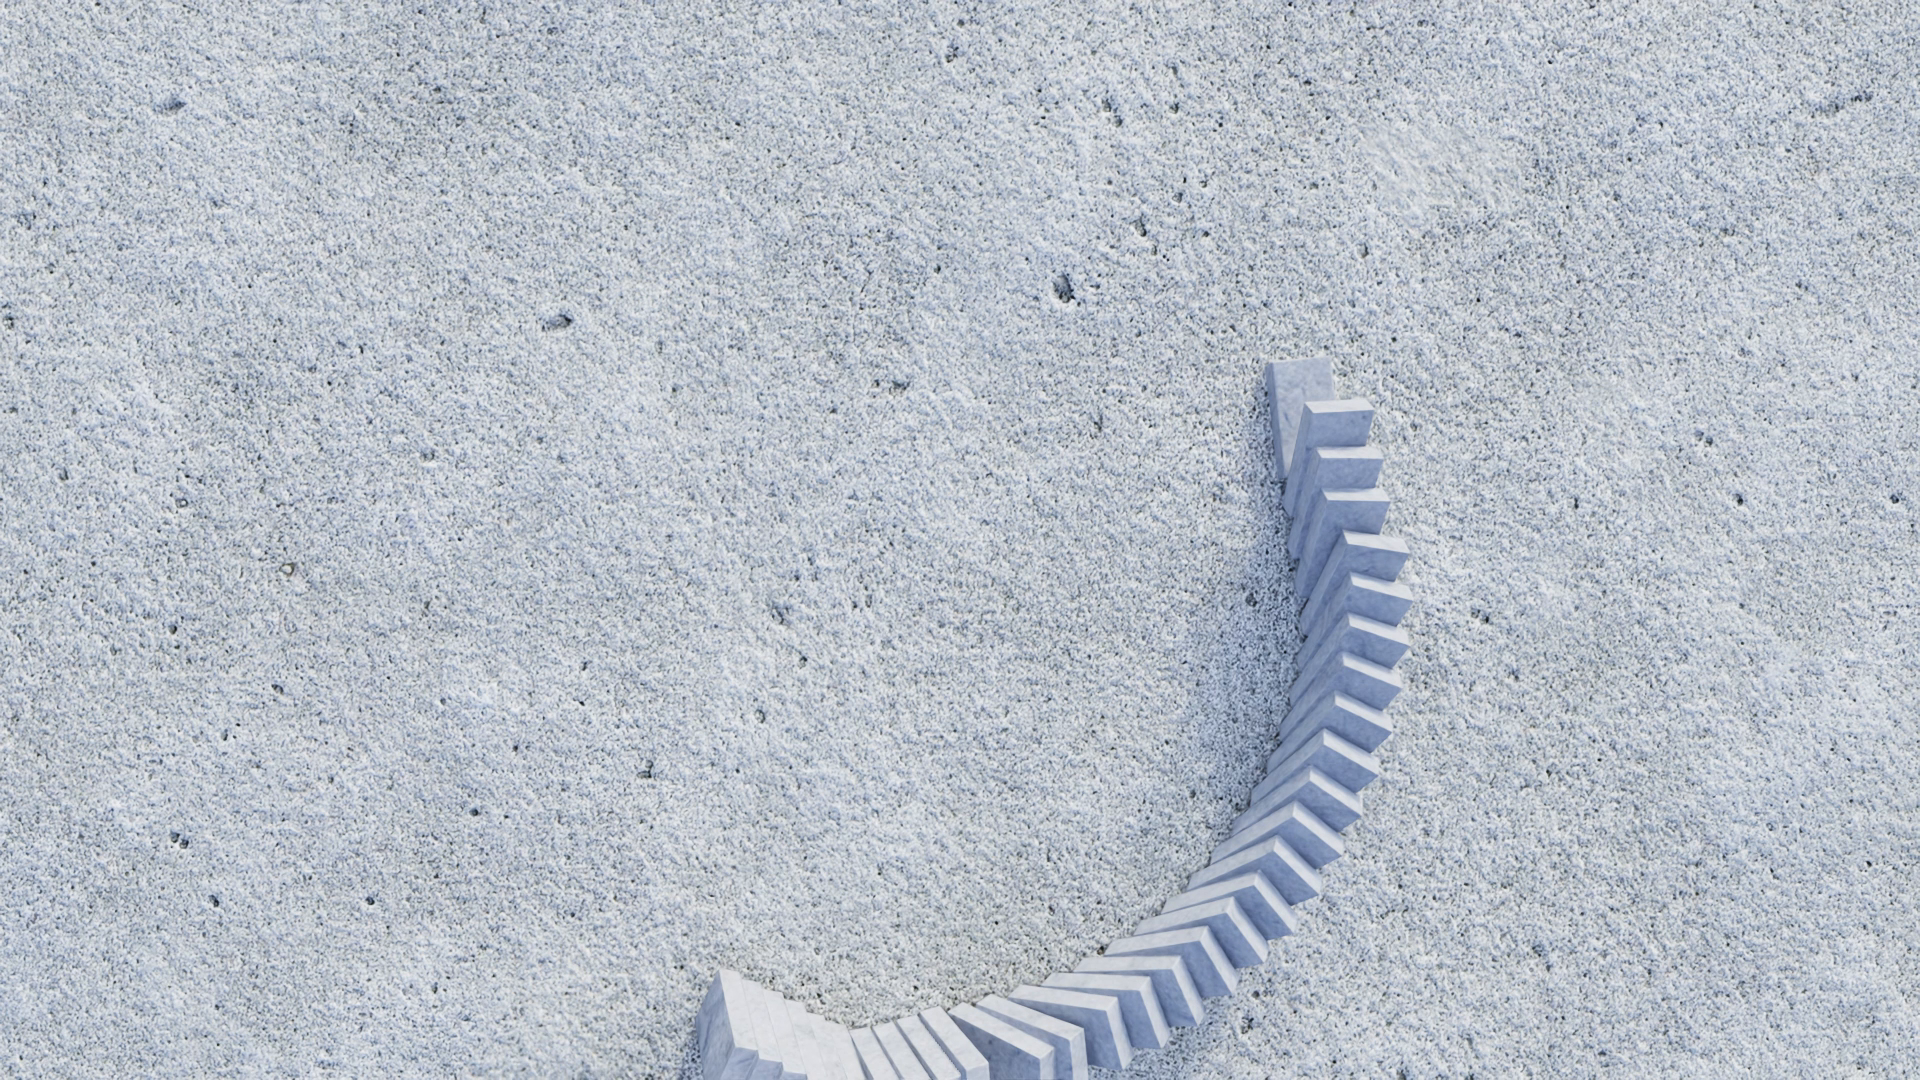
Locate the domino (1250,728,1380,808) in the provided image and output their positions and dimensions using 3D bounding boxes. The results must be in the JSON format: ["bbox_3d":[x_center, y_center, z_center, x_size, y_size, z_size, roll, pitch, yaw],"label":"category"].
[{"bbox_3d":[0.146,0.101,0.381,0.025,0.010,0.050,30,129,0],"label":"domino"}]

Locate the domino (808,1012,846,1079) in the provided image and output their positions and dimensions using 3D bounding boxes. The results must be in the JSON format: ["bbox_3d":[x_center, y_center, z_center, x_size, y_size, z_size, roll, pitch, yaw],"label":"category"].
[{"bbox_3d":[-0.059,0.221,0.375,0.010,0.050,0.025,25,90,-24],"label":"domino"}]

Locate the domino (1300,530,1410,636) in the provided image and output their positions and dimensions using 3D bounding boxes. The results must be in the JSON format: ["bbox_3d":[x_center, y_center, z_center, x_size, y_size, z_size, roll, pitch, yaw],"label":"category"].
[{"bbox_3d":[0.163,0.020,0.381,0.025,0.009,0.050,9,127,0],"label":"domino"}]

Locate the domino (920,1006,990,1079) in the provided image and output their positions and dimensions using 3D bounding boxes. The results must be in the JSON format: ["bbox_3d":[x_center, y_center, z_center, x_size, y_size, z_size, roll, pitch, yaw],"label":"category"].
[{"bbox_3d":[-0.002,0.215,0.375,0.010,0.050,0.025,-4,90,-24],"label":"domino"}]

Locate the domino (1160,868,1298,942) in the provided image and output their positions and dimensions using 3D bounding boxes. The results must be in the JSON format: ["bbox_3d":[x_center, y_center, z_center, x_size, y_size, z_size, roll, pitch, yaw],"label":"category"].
[{"bbox_3d":[0.111,0.156,0.381,0.025,0.010,0.050,51,129,0],"label":"domino"}]

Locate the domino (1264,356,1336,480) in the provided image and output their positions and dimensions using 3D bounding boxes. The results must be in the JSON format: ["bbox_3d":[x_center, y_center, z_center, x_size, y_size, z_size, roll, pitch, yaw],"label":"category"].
[{"bbox_3d":[0.148,-0.053,0.395,0.025,0.010,0.050,-7,90,0],"label":"domino"}]

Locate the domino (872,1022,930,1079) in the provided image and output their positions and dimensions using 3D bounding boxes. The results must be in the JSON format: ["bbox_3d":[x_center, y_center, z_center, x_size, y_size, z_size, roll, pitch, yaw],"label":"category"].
[{"bbox_3d":[-0.024,0.223,0.375,0.009,0.050,0.025,0,90,-23],"label":"domino"}]

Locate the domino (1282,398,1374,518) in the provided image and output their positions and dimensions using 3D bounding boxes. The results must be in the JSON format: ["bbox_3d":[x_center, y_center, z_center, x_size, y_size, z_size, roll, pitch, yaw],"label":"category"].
[{"bbox_3d":[0.152,-0.033,0.381,0.025,0.010,0.050,-3,126,-2],"label":"domino"}]

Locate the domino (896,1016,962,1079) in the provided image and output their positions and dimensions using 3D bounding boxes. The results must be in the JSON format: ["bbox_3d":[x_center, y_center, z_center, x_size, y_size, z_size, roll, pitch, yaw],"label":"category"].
[{"bbox_3d":[-0.013,0.220,0.375,0.009,0.050,0.025,-1,90,-24],"label":"domino"}]

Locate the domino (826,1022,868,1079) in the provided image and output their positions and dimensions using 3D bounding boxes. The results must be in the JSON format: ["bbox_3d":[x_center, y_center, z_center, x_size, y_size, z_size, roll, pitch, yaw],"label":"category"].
[{"bbox_3d":[-0.050,0.226,0.375,0.009,0.050,0.025,25,90,-24],"label":"domino"}]

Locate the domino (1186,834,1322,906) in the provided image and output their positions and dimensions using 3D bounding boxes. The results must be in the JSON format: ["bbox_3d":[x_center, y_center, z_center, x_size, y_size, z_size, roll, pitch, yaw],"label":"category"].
[{"bbox_3d":[0.121,0.143,0.381,0.025,0.009,0.050,44,129,0],"label":"domino"}]

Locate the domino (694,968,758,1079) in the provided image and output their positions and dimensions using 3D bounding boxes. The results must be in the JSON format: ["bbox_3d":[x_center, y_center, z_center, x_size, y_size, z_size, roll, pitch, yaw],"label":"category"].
[{"bbox_3d":[-0.096,0.202,0.375,0.010,0.050,0.025,25,90,-24],"label":"domino"}]

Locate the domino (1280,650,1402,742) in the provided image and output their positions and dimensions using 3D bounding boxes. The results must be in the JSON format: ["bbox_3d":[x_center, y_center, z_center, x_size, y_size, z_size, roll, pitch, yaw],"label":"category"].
[{"bbox_3d":[0.157,0.070,0.381,0.025,0.009,0.050,22,127,0],"label":"domino"}]

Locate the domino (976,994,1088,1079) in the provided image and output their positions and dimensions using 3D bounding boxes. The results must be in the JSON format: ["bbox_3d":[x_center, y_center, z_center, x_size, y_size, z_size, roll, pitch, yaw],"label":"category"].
[{"bbox_3d":[0.029,0.209,0.379,0.050,0.009,0.025,-5,91,43],"label":"domino"}]

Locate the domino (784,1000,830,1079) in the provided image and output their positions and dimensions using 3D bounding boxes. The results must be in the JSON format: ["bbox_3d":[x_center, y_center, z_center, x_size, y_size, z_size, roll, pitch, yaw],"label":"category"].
[{"bbox_3d":[-0.068,0.216,0.375,0.010,0.050,0.025,25,90,-24],"label":"domino"}]

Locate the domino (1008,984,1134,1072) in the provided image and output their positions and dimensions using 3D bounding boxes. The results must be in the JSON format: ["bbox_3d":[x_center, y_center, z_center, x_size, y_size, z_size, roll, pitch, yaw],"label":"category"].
[{"bbox_3d":[0.045,0.202,0.381,0.050,0.009,0.025,-16,90,39],"label":"domino"}]

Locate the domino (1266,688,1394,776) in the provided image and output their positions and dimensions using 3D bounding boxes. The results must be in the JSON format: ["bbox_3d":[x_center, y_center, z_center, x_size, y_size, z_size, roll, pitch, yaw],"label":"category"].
[{"bbox_3d":[0.153,0.086,0.381,0.025,0.009,0.050,26,127,0],"label":"domino"}]

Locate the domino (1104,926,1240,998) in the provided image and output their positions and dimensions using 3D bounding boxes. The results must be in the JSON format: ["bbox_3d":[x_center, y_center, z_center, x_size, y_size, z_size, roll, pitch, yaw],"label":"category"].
[{"bbox_3d":[0.087,0.177,0.381,0.050,0.010,0.025,-31,90,39],"label":"domino"}]

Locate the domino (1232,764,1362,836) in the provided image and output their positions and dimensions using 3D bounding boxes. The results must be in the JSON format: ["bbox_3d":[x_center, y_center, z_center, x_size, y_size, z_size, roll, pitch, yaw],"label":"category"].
[{"bbox_3d":[0.139,0.116,0.381,0.025,0.010,0.050,34,129,0],"label":"domino"}]

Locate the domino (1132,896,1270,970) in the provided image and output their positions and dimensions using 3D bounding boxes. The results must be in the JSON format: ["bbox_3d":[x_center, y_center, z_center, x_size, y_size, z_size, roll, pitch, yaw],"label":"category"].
[{"bbox_3d":[0.099,0.167,0.381,0.050,0.009,0.025,-36,90,39],"label":"domino"}]

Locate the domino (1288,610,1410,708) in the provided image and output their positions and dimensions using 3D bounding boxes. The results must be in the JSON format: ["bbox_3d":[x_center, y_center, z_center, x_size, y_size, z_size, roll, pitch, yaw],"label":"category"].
[{"bbox_3d":[0.161,0.054,0.381,0.025,0.010,0.050,19,127,0],"label":"domino"}]

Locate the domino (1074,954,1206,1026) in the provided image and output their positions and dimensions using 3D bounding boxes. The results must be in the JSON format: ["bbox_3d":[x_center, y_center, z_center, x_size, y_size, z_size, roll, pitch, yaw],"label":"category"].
[{"bbox_3d":[0.074,0.187,0.381,0.050,0.009,0.025,-24,90,39],"label":"domino"}]

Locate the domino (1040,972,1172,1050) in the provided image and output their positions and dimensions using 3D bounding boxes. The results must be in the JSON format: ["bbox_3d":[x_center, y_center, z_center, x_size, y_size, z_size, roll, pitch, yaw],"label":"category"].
[{"bbox_3d":[0.060,0.195,0.381,0.050,0.009,0.025,-20,90,39],"label":"domino"}]

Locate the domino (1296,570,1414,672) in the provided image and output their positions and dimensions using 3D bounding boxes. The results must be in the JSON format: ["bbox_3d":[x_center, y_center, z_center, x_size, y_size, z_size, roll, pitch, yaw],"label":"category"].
[{"bbox_3d":[0.163,0.037,0.381,0.025,0.010,0.050,15,127,0],"label":"domino"}]

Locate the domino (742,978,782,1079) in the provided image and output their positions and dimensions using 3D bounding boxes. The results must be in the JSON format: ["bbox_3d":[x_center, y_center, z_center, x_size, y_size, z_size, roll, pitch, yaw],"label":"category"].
[{"bbox_3d":[-0.087,0.207,0.375,0.009,0.050,0.025,25,90,-24],"label":"domino"}]

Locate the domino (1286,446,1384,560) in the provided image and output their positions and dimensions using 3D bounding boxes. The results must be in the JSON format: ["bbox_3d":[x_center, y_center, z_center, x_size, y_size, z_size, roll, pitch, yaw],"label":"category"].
[{"bbox_3d":[0.155,-0.015,0.382,0.025,0.010,0.050,1,125,-1],"label":"domino"}]

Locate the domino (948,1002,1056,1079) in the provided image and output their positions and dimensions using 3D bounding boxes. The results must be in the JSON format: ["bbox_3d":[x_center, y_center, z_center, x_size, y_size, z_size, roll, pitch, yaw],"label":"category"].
[{"bbox_3d":[0.017,0.214,0.379,0.050,0.009,0.025,1,95,43],"label":"domino"}]

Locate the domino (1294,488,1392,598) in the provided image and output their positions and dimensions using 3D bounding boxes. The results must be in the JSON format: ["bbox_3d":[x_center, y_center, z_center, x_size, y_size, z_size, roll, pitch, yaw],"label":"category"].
[{"bbox_3d":[0.158,0.002,0.382,0.025,0.010,0.050,1,125,0],"label":"domino"}]

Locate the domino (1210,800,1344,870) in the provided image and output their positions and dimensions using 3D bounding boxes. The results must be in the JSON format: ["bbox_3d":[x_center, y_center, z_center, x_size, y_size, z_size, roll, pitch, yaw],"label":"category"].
[{"bbox_3d":[0.131,0.130,0.381,0.025,0.010,0.050,39,129,0],"label":"domino"}]

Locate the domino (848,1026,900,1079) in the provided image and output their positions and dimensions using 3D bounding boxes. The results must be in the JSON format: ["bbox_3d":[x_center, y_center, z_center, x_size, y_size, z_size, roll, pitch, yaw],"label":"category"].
[{"bbox_3d":[-0.035,0.225,0.375,0.009,0.050,0.025,3,90,-23],"label":"domino"}]

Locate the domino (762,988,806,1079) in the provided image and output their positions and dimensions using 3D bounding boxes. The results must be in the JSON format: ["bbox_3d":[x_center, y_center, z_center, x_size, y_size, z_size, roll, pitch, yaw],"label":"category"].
[{"bbox_3d":[-0.078,0.211,0.375,0.009,0.050,0.025,25,90,-24],"label":"domino"}]
